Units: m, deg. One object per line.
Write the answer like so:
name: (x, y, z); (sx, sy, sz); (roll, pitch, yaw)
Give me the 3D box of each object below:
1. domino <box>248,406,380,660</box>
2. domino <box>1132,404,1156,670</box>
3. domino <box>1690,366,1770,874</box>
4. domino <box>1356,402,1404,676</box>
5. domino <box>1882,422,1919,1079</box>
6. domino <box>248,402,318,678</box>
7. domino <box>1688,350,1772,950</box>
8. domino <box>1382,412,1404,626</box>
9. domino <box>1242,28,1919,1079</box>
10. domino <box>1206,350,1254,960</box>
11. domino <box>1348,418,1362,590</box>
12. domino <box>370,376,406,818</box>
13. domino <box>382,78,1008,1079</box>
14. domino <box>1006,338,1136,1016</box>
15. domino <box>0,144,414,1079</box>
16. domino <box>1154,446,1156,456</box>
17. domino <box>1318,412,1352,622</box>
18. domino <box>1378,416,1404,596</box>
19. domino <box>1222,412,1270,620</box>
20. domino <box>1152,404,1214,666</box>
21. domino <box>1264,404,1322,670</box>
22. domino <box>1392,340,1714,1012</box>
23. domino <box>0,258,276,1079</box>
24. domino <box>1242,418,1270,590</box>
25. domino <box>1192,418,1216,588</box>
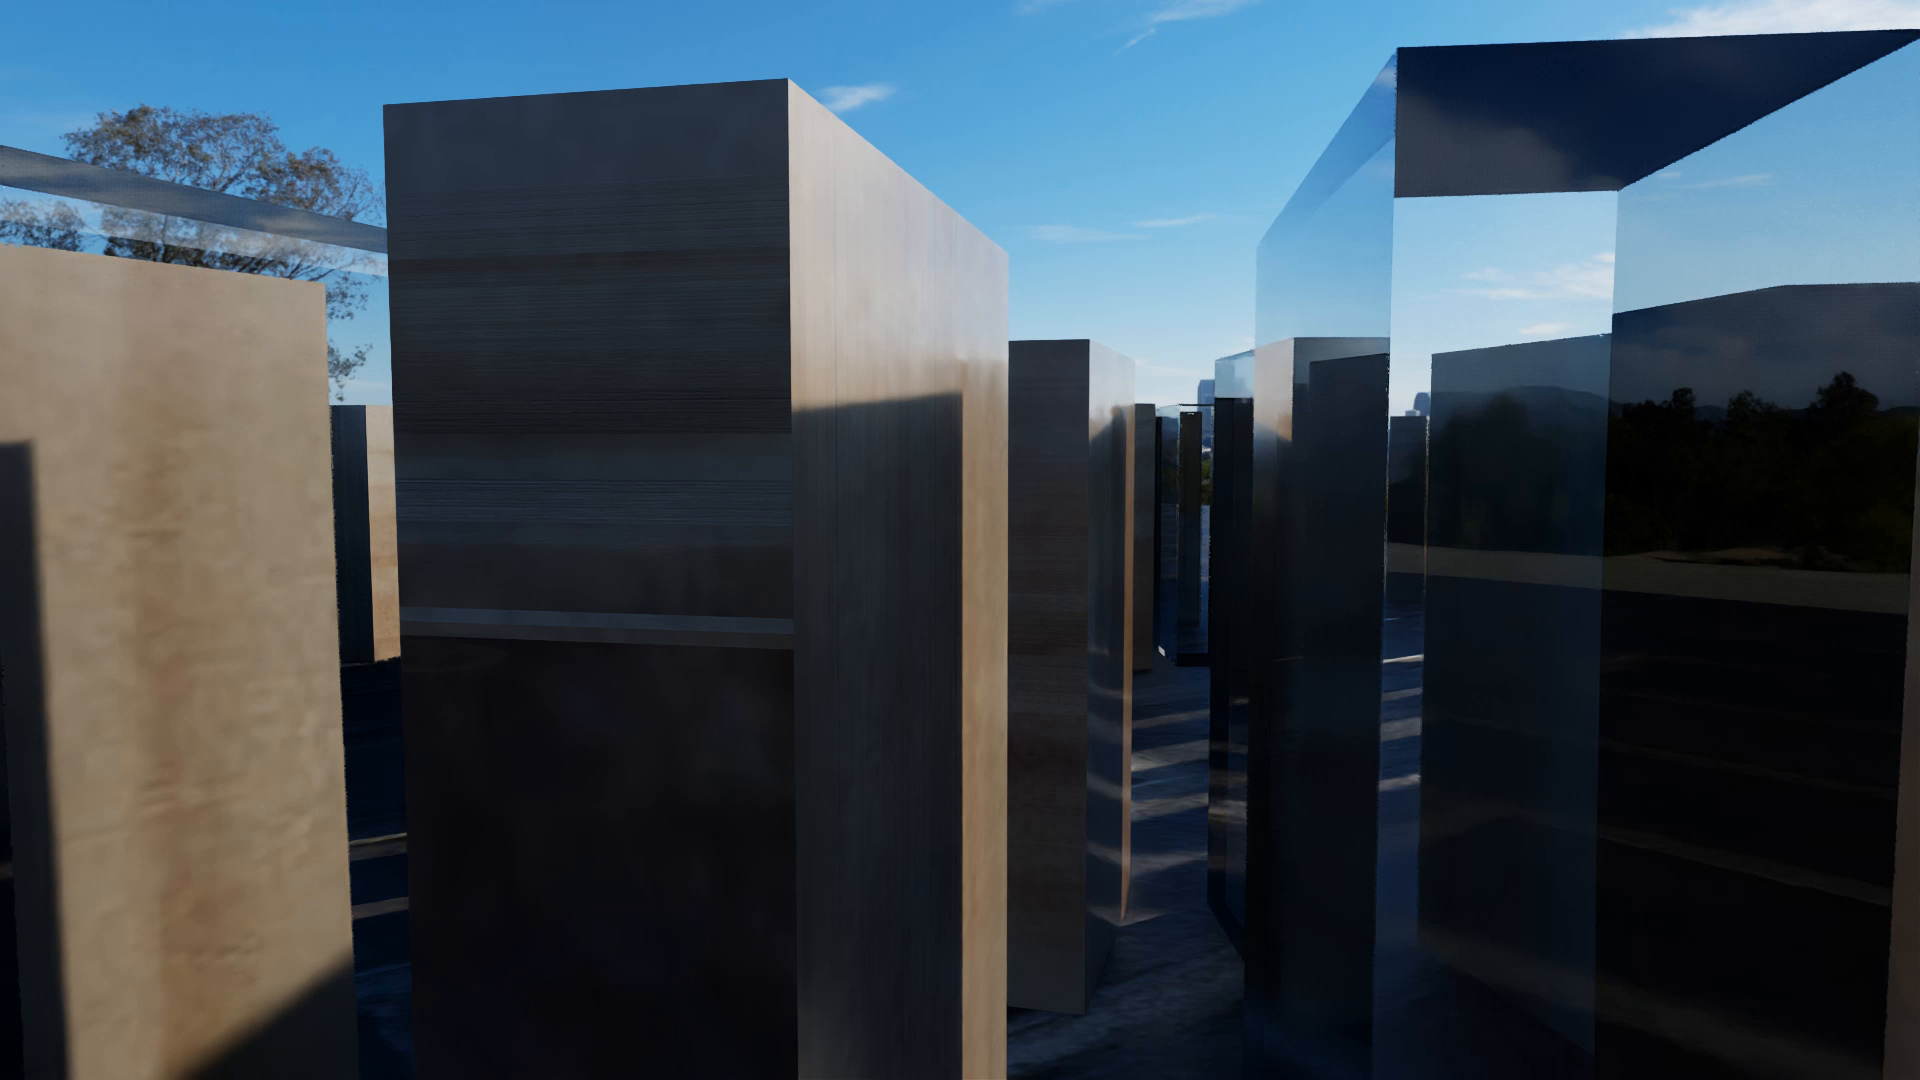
domino: (-0.130, -0.002, 0.259); (0.025, 0.050, 0.009); (1, 4, 17)
domino: (0.026, -0.001, 0.250); (0.009, 0.050, 0.025); (-2, 5, -28)
domino: (0.085, 0.008, 0.124); (0.009, 0.050, 0.025); (-3, 5, -37)
domino: (0.085, -0.001, 0.246); (0.009, 0.050, 0.025); (3, 5, 31)
domino: (0.035, 0.015, 0.037); (0.010, 0.050, 0.025); (0, 4, 0)
domino: (-0.135, 0.000, 0.240); (0.025, 0.050, 0.009); (1, 4, 12)
domino: (0.067, 0.009, 0.114); (0.009, 0.050, 0.025); (-2, 5, -23)
domino: (0.110, -0.006, 0.310); (0.010, 0.050, 0.025); (2, 5, 29)
domino: (0.015, 0.015, 0.038); (0.009, 0.050, 0.025); (1, 4, 7)
domino: (0.028, 0.010, 0.105); (0.010, 0.050, 0.025); (0, 4, -2)
domino: (0.111, -0.011, 0.378); (0.010, 0.050, 0.025); (2, 5, 27)
domino: (-0.056, 0.006, 0.154); (0.025, 0.050, 0.010); (-2, 5, -29)
domino: (-0.005, 0.014, 0.041); (0.010, 0.050, 0.025); (1, 4, 13)
domino: (0.008, 0.010, 0.107); (0.010, 0.050, 0.025); (1, 4, 15)
domino: (-0.025, 0.014, 0.047); (0.009, 0.050, 0.025); (1, 5, 18)
domino: (0.052, -0.007, 0.323); (0.010, 0.050, 0.025); (0, 4, 0)
domino: (0.092, -0.006, 0.318); (0.010, 0.050, 0.025); (1, 4, 16)
domino: (0.129, -0.010, 0.369); (0.010, 0.050, 0.025); (3, 5, 31)
domino: (0.072, -0.007, 0.322); (0.010, 0.050, 0.025); (1, 4, 7)
domino: (0.046, -0.002, 0.256); (0.009, 0.050, 0.025); (0, 4, -2)
domino: (0.066, -0.001, 0.254); (0.010, 0.050, 0.025); (1, 4, 14)
domino: (0.048, 0.009, 0.108); (0.009, 0.050, 0.025); (-1, 4, -13)
domino: (-0.044, 0.013, 0.054); (0.009, 0.050, 0.025); (2, 5, 24)
domino: (0.092, -0.011, 0.387); (0.009, 0.050, 0.025); (2, 5, 21)
domino: (0.073, -0.012, 0.392); (0.010, 0.050, 0.025); (1, 4, 10)
